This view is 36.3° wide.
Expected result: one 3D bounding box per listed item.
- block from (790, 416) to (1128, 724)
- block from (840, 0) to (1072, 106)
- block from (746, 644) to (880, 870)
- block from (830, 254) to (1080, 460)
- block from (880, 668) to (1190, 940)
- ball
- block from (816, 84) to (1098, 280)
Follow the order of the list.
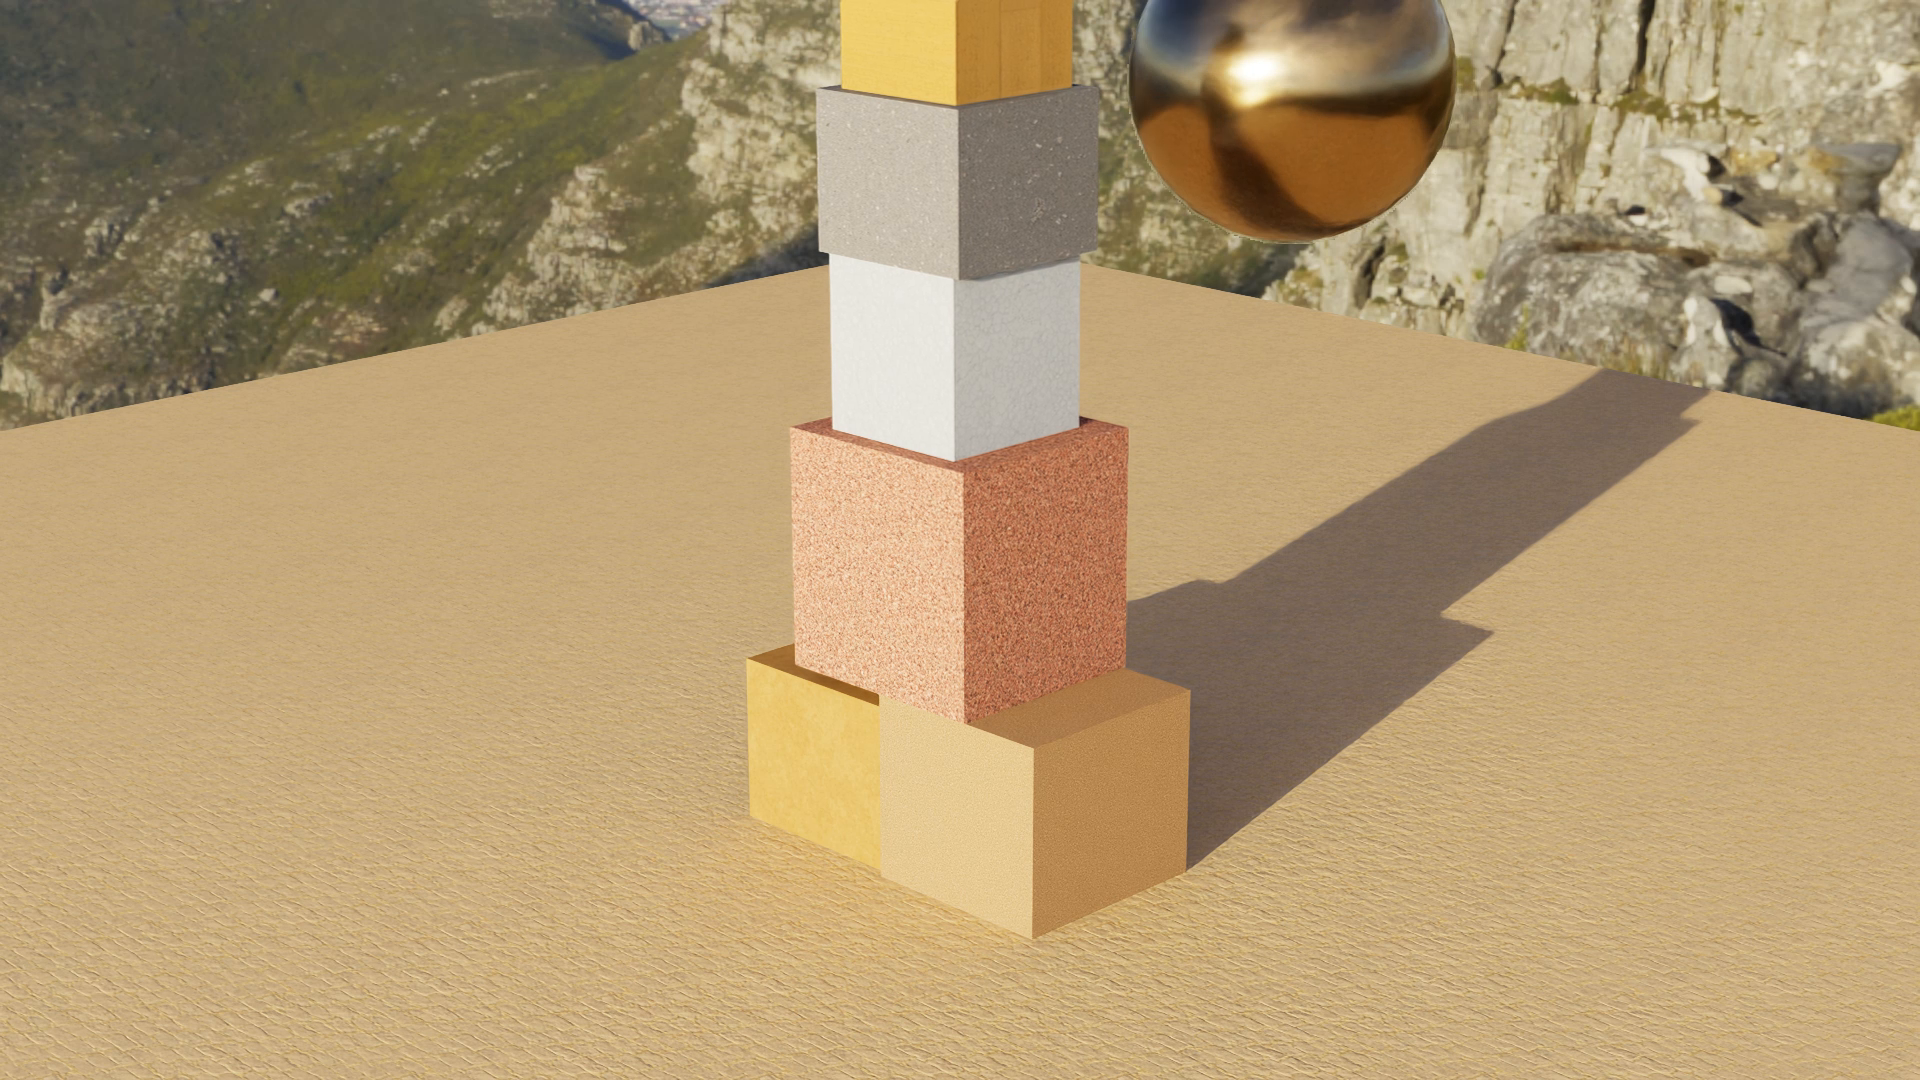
[{"bbox_3d":[-0.002,0.035,13.357,1.052,1.136,1.101,-17,24,-42],"label":"block"},{"bbox_3d":[-0.015,-2.279,12.639,0.712,0.659,0.700,-17,24,-42],"label":"block"},{"bbox_3d":[-0.353,0.948,13.987,0.908,0.804,0.955,-17,24,-42],"label":"block"},{"bbox_3d":[-0.021,-0.888,13.056,0.793,0.806,0.772,-17,24,-42],"label":"block"},{"bbox_3d":[0.339,1.108,13.330,1.026,0.894,0.957,-17,24,-42],"label":"block"},{"bbox_3d":[1.623,-2.258,14.333,1.600,1.600,1.600,0,17,0],"label":"ball"},{"bbox_3d":[-0.010,-1.622,12.844,0.866,0.720,0.873,-17,24,-42],"label":"block"}]
